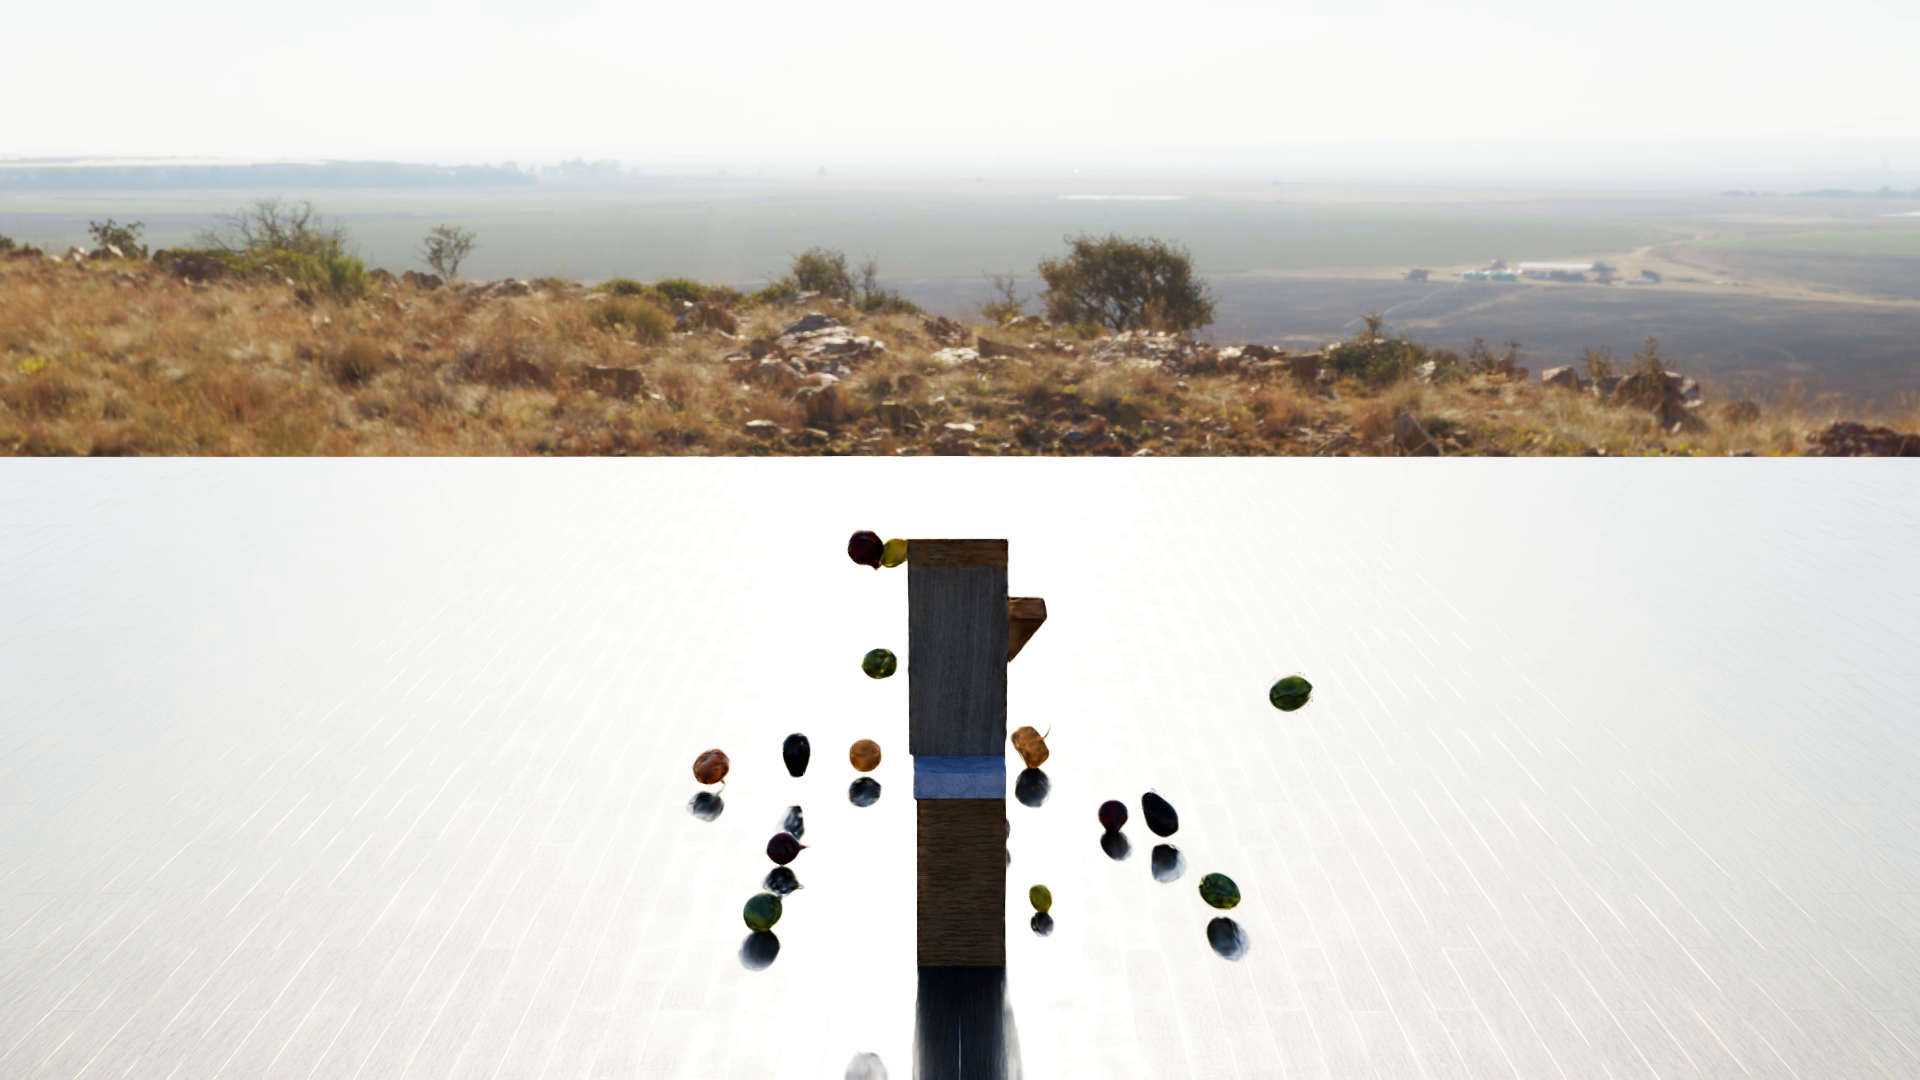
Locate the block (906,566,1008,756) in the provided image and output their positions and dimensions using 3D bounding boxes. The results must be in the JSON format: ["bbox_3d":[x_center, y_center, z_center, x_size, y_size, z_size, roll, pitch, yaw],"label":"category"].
[{"bbox_3d":[-0.003,0.176,3.345,0.153,0.305,0.043,0,13,0],"label":"block"}]

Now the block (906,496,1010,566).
[{"bbox_3d":[-0.003,-0.015,3.403,0.153,0.043,0.305,0,13,0],"label":"block"}]

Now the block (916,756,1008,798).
[{"bbox_3d":[0.002,0.341,3.406,0.137,0.039,0.274,0,11,0],"label":"block"}]

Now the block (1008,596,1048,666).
[{"bbox_3d":[0.041,0.172,3.739,0.132,0.037,0.264,0,-28,-21],"label":"block"}]

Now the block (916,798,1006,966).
[{"bbox_3d":[0.002,0.511,3.345,0.137,0.274,0.039,0,11,0],"label":"block"}]

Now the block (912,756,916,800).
[{"bbox_3d":[-0.001,0.208,3.547,0.153,0.441,0.043,1,16,3],"label":"block"}]
